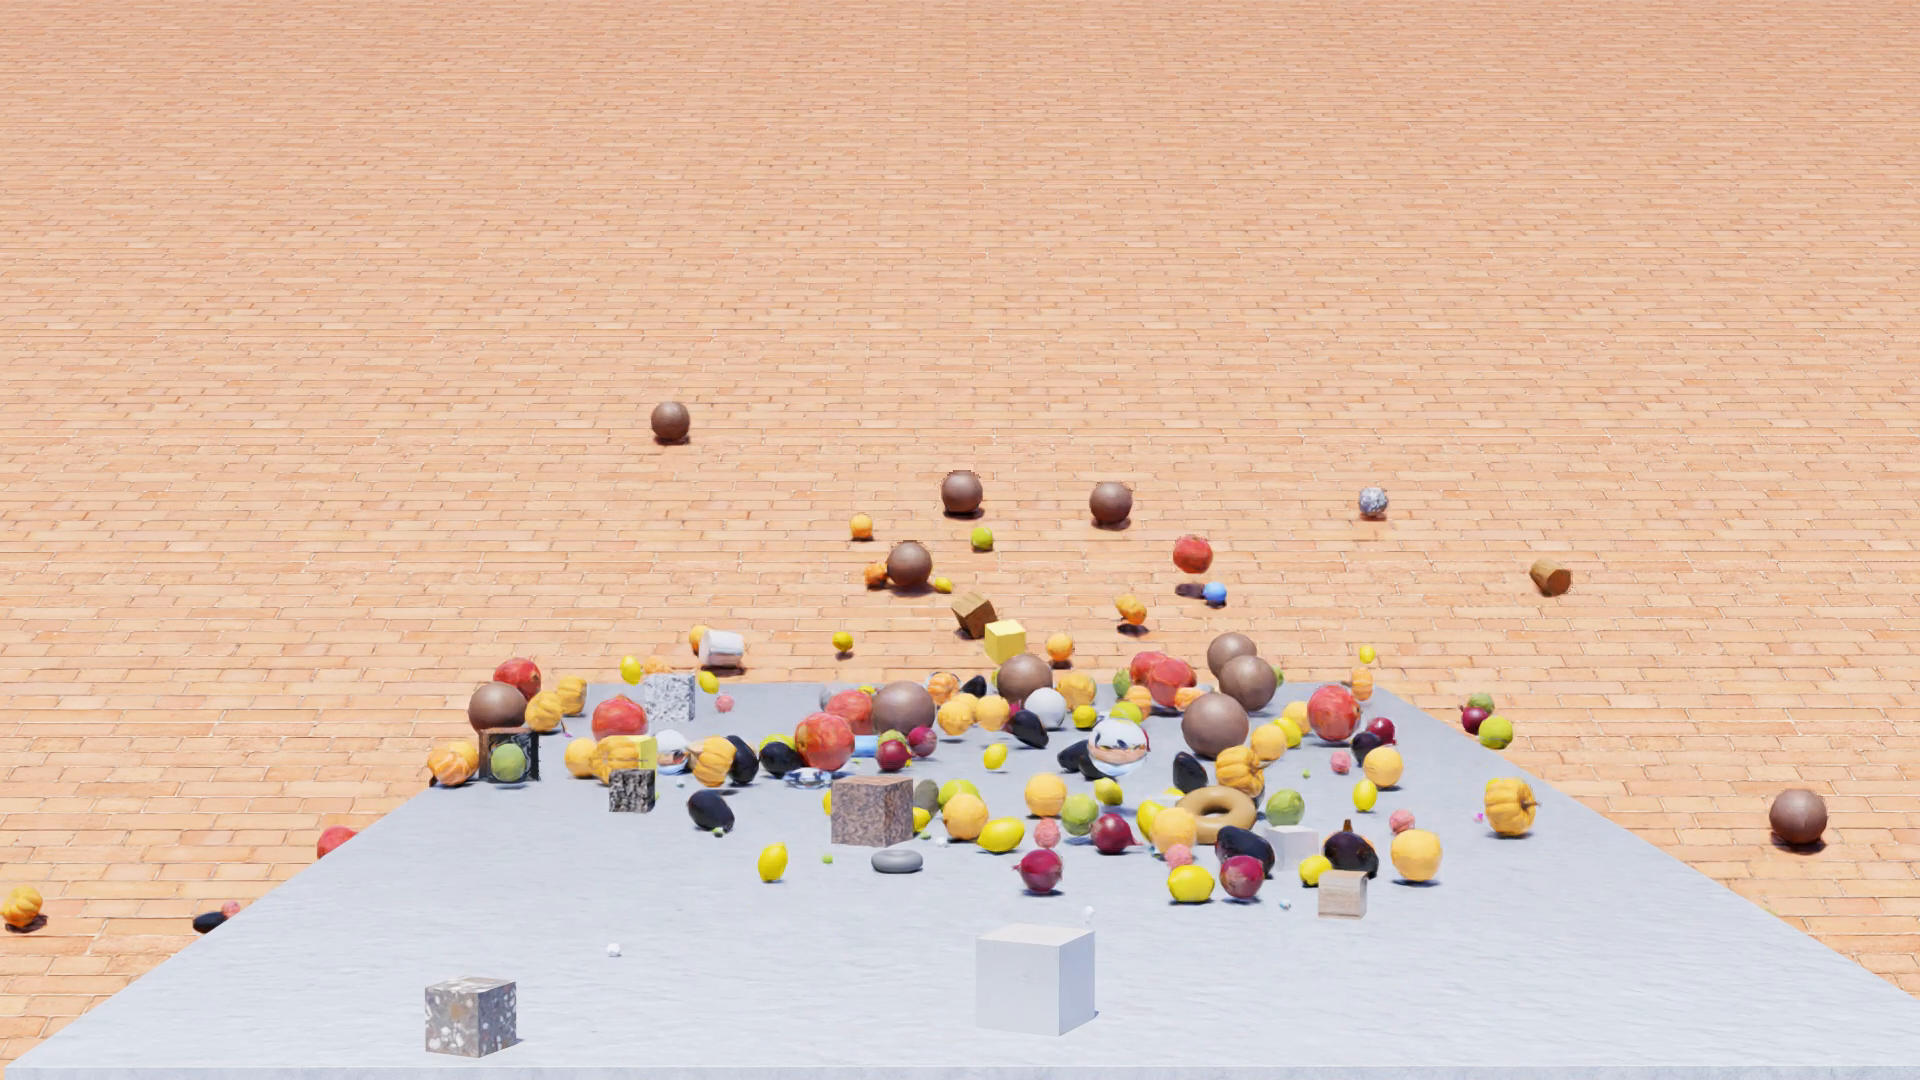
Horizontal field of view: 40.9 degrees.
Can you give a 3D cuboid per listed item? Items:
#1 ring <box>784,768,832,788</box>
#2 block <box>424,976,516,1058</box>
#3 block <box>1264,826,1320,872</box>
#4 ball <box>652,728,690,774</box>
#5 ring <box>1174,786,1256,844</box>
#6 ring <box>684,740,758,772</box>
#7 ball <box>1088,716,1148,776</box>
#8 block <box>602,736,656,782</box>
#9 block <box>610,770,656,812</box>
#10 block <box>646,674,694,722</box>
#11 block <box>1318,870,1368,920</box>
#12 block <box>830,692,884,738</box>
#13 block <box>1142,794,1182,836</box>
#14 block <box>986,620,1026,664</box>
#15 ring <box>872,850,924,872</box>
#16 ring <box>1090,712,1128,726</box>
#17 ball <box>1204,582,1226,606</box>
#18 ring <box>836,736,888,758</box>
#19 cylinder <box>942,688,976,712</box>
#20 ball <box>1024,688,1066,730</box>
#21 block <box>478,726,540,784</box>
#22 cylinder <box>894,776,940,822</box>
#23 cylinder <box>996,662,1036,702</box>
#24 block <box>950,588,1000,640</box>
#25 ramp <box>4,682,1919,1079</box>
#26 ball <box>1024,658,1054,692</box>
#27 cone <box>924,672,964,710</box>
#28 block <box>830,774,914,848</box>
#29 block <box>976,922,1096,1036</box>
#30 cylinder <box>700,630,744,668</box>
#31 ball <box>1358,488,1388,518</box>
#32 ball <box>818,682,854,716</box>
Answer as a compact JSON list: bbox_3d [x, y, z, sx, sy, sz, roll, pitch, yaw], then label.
[{"bbox_3d":[-0.272,0.425,4.591,0.087,0.029,0.087,1,3,0],"label":"ring"},{"bbox_3d":[-0.497,0.484,2.616,0.065,0.065,0.065,1,2,25],"label":"block"},{"bbox_3d":[0.478,0.445,3.709,0.057,0.057,0.057,-1,2,-25],"label":"block"},{"bbox_3d":[-0.541,0.390,4.762,0.084,0.084,0.084,0,24,0],"label":"ball"},{"bbox_3d":[0.393,0.425,3.971,0.130,0.043,0.130,-7,28,3],"label":"ring"},{"bbox_3d":[-0.454,0.406,4.831,0.149,0.050,0.149,-1,3,0],"label":"ring"},{"bbox_3d":[0.258,0.338,4.216,0.098,0.098,0.098,0,24,0],"label":"ball"},{"bbox_3d":[-0.601,0.398,4.681,0.075,0.075,0.075,0,2,13],"label":"block"},{"bbox_3d":[-0.547,0.419,4.300,0.064,0.064,0.064,0,2,5],"label":"block"},{"bbox_3d":[-0.639,0.349,5.683,0.096,0.096,0.096,0,2,2],"label":"block"},{"bbox_3d":[0.497,0.460,3.344,0.054,0.054,0.054,1,2,19],"label":"block"},{"bbox_3d":[-0.217,0.366,5.386,0.084,0.084,0.084,-1,3,-28],"label":"block"},{"bbox_3d":[0.324,0.431,4.032,0.058,0.058,0.058,0,2,29],"label":"block"},{"bbox_3d":[0.122,0.272,6.873,0.083,0.083,0.083,-8,23,-18],"label":"block"},{"bbox_3d":[-0.090,0.462,3.700,0.075,0.025,0.075,0,3,0],"label":"ring"},{"bbox_3d":[0.321,0.387,5.535,0.088,0.029,0.088,1,5,0],"label":"ring"},{"bbox_3d":[0.711,0.149,7.180,0.065,0.065,0.065,0,24,0],"label":"ball"},{"bbox_3d":[-0.191,0.405,5.045,0.102,0.034,0.102,-1,2,0],"label":"ring"},{"bbox_3d":[-0.003,0.363,5.823,0.053,0.053,0.053,0,17,-43],"label":"cylinder"},{"bbox_3d":[0.182,0.359,5.472,0.090,0.090,0.090,0,24,0],"label":"ball"},{"bbox_3d":[-0.820,0.391,4.676,0.090,0.090,0.090,-1,2,-23],"label":"block"},{"bbox_3d":[-0.080,0.420,4.183,0.069,0.069,0.069,2,19,42],"label":"cylinder"},{"bbox_3d":[0.131,0.333,6.045,0.069,0.069,0.069,-32,29,-4],"label":"cylinder"},{"bbox_3d":[0.040,0.201,7.003,0.084,0.084,0.084,-35,34,-13],"label":"block"},{"bbox_3d":[0.054,0.491,4.542,2.000,0.100,4.000,0,2,0],"label":"ramp"},{"bbox_3d":[0.187,0.331,6.271,0.084,0.084,0.084,0,24,0],"label":"ball"},{"bbox_3d":[-0.042,0.367,5.894,0.095,0.095,0.095,2,29,5],"label":"cone"},{"bbox_3d":[-0.135,0.416,3.963,0.094,0.094,0.094,1,3,27],"label":"block"},{"bbox_3d":[0.080,0.464,2.726,0.095,0.095,0.095,1,2,26],"label":"block"},{"bbox_3d":[-0.630,0.287,6.792,0.092,0.092,0.092,8,19,-22],"label":"cylinder"},{"bbox_3d":[1.242,-0.113,7.749,0.090,0.090,0.090,0,24,0],"label":"ball"},{"bbox_3d":[-0.273,0.354,5.716,0.081,0.081,0.081,0,24,0],"label":"ball"}]
